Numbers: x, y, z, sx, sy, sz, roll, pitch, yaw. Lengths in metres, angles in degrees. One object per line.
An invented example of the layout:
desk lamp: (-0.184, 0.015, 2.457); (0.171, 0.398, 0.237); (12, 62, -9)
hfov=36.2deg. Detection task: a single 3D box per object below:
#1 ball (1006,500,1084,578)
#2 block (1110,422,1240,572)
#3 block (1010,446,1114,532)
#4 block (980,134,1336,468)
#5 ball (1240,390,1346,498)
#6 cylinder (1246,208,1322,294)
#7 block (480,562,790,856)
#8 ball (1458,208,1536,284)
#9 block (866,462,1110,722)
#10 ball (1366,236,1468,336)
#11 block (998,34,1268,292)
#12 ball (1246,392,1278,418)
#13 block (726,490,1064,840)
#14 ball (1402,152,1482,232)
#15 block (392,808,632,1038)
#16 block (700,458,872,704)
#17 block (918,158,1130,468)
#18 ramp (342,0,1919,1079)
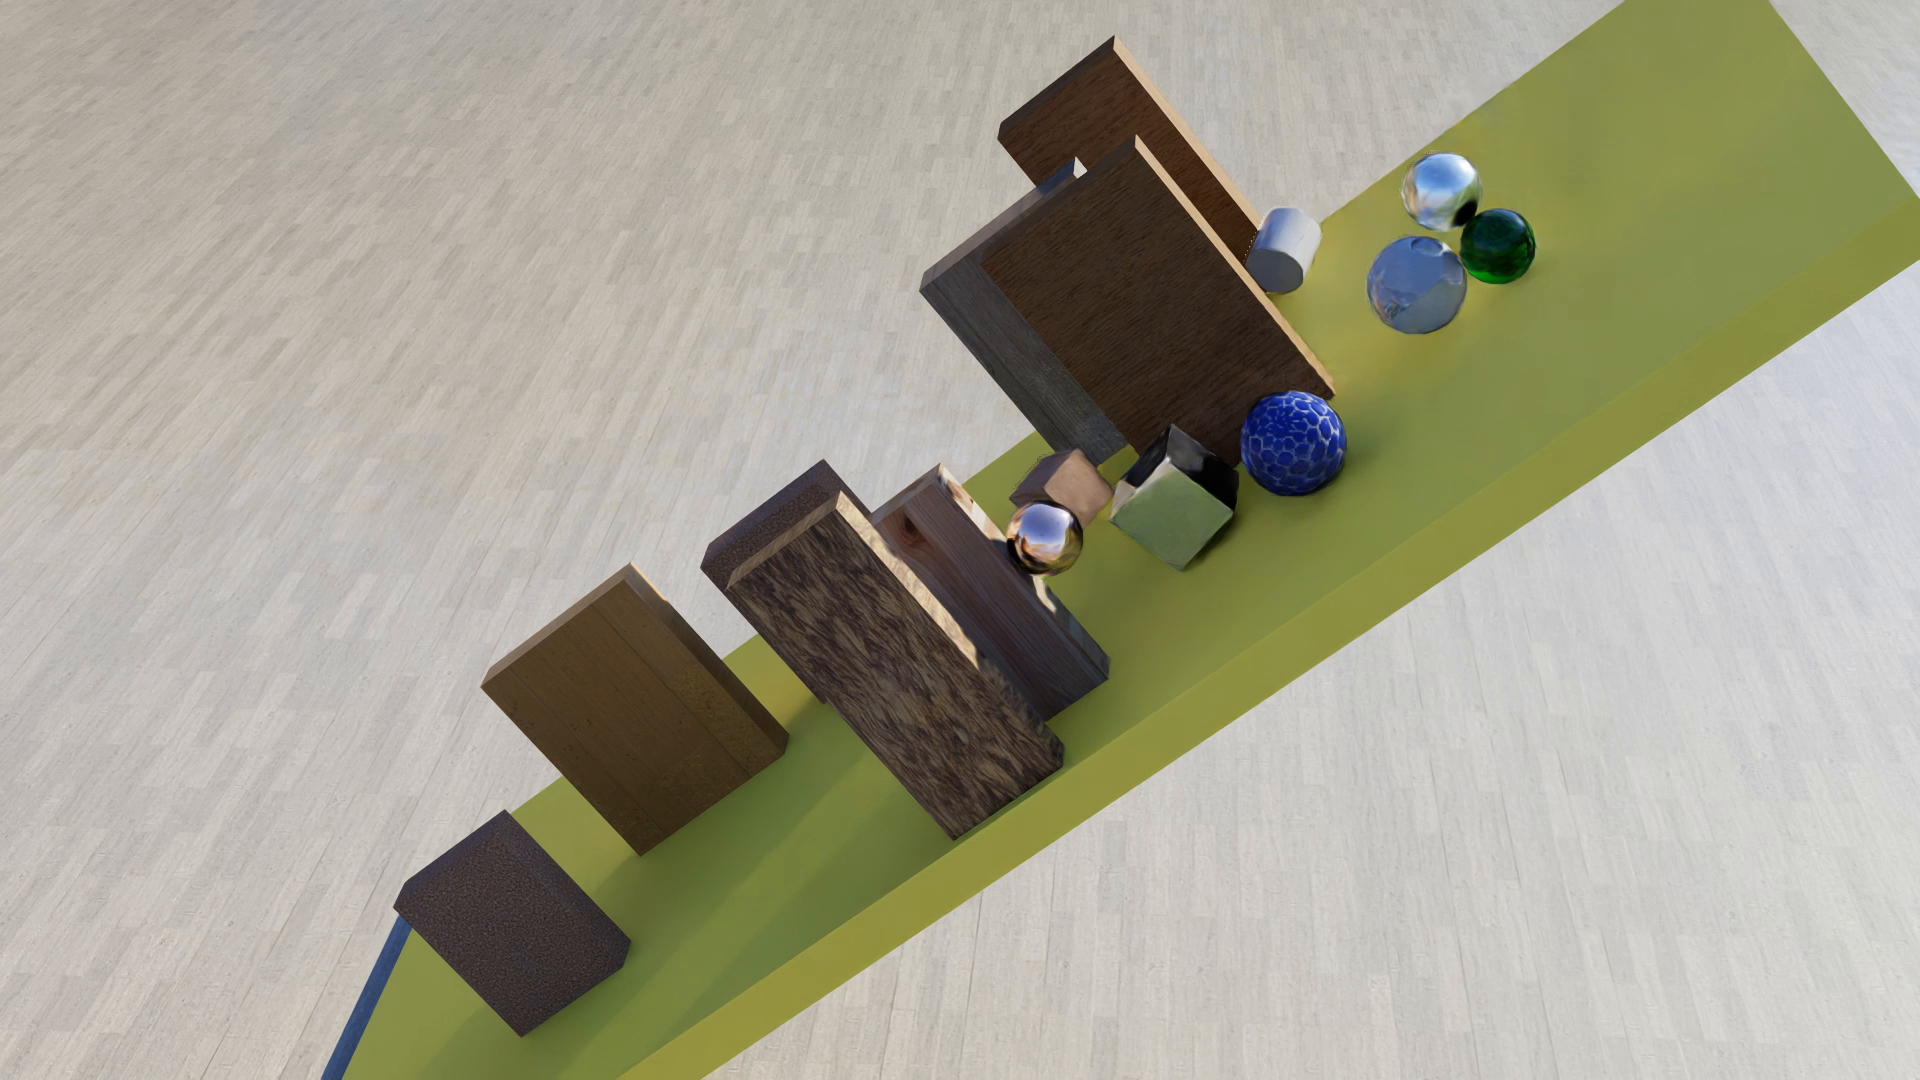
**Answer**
ball: (0.158, -0.003, 5.499); (0.145, 0.145, 0.145); (0, 24, 0)
block: (0.423, -0.084, 5.781); (0.174, 0.174, 0.174); (36, 26, -10)
block: (0.223, -0.099, 6.430); (0.134, 0.134, 0.134); (-50, 18, -29)
block: (0.403, -0.440, 5.958); (0.394, 0.658, 0.093); (-36, 16, 18)
ball: (0.631, -0.182, 5.571); (0.202, 0.202, 0.202); (0, 24, 0)
cylinder: (0.738, -0.659, 6.697); (0.138, 0.138, 0.138); (10, 51, 22)
block: (-0.727, 0.384, 6.601); (0.435, 0.541, 0.097); (-36, 16, 18)
ball: (1.050, -0.573, 5.745); (0.149, 0.149, 0.149); (0, 24, 0)
block: (-0.045, 0.179, 5.602); (0.435, 0.514, 0.085); (-36, 16, 18)
ball: (0.903, -0.503, 5.813); (0.197, 0.197, 0.197); (0, 24, 0)
block: (0.432, -0.795, 6.829); (0.338, 0.670, 0.139); (-36, 16, 18)
ball: (0.631, -0.226, 5.820); (0.132, 0.132, 0.132); (0, 24, 0)
block: (-0.113, 0.235, 5.365); (0.260, 0.646, 0.082); (-36, 16, 18)
ball: (0.945, -0.682, 5.764); (0.156, 0.156, 0.156); (0, 24, 0)
block: (-0.944, 0.812, 6.214); (0.294, 0.401, 0.106); (-36, 16, 18)
block: (-0.308, 0.095, 6.612); (0.344, 0.426, 0.134); (-36, 16, 18)
block: (0.263, -0.492, 6.588); (0.438, 0.572, 0.132); (-36, 16, 18)
ramp: (0.121, 0.185, 6.340); (4.000, 0.100, 2.000); (-36, 16, 18)
